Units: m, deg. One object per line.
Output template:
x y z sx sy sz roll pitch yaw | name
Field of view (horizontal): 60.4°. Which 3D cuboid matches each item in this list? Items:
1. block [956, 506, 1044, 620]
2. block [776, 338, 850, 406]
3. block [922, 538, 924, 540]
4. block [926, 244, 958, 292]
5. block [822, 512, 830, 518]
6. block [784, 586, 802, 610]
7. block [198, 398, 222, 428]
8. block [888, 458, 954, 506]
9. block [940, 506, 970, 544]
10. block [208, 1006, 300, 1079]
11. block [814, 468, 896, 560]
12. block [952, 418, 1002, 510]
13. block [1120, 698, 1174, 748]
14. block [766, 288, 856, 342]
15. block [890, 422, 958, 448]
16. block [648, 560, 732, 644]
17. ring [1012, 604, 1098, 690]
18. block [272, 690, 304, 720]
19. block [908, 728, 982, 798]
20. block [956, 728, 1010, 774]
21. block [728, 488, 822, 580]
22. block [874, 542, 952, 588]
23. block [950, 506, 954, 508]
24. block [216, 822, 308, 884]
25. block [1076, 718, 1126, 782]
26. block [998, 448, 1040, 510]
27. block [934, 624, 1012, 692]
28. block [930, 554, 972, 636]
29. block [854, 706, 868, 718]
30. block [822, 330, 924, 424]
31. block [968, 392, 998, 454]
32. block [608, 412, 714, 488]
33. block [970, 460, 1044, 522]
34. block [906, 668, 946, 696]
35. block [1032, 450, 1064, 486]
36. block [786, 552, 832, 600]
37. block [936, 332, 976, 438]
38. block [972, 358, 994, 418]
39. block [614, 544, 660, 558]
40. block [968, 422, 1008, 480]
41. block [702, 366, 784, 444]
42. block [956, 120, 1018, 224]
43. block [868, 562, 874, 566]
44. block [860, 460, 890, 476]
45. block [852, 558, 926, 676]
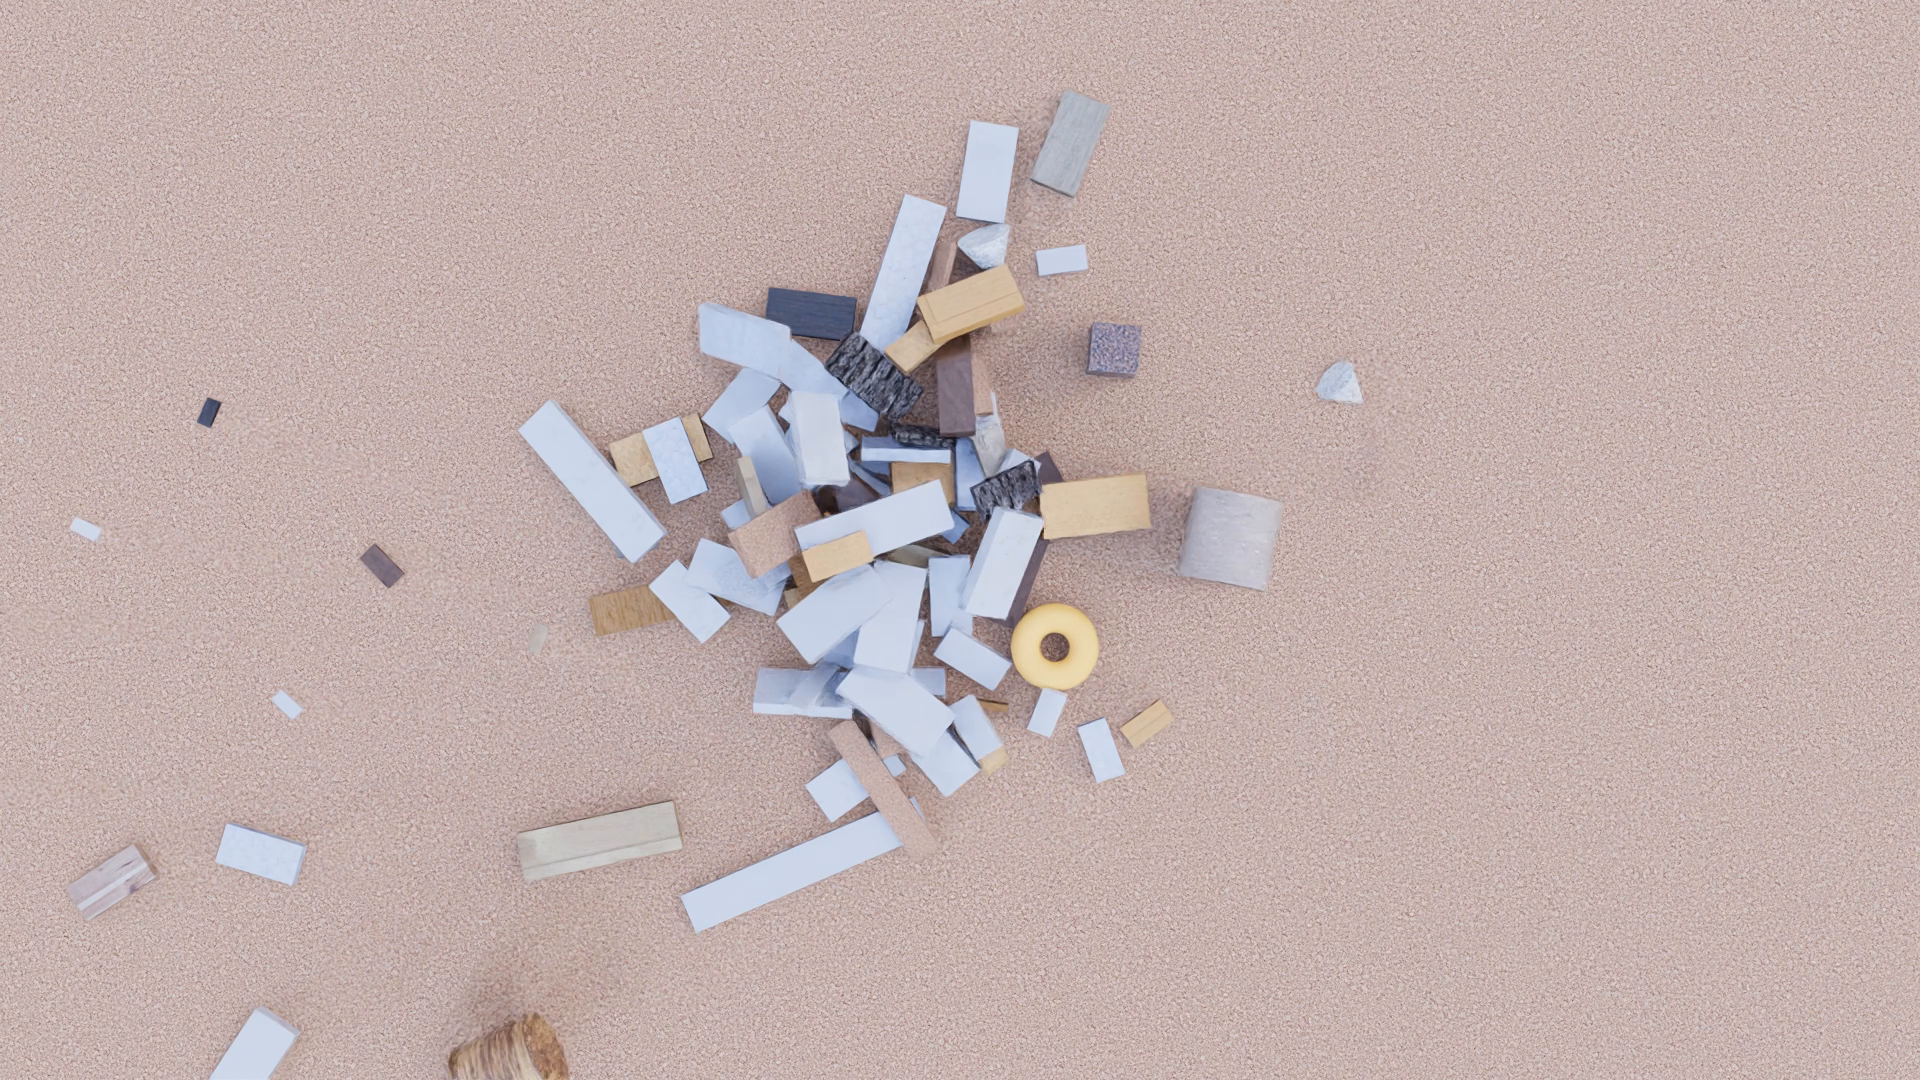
0.132 0.076 5.355 0.179 0.051 0.358 12 104 -40 | block
-0.498 -0.534 5.456 0.263 0.037 0.131 40 93 8 | block
-0.150 -0.094 5.449 0.088 0.025 0.176 -44 74 21 | block
-0.059 -0.901 5.460 0.023 0.081 0.163 14 90 -36 | block
-0.398 -0.027 5.401 0.135 0.068 0.019 41 60 18 | block
-0.532 0.221 5.478 0.067 0.019 0.135 -20 101 0 | block
-2.501 -0.424 5.493 0.046 0.013 0.092 23 90 0 | block
-0.074 -0.192 5.425 0.309 0.044 0.154 -2 77 -14 | block
-0.060 -0.075 5.461 0.176 0.025 0.088 39 109 2 | block
-2.352 1.729 5.477 0.160 0.045 0.320 34 90 0 | block
-0.317 -0.092 5.385 0.309 0.044 0.154 39 110 10 | block
0.059 -0.251 5.424 0.154 0.044 0.309 2 76 -15 | block
0.622 0.611 5.488 0.165 0.023 0.082 -36 90 0 | block
-0.497 -0.748 5.479 0.290 0.041 0.145 7 90 0 | block
-0.120 -0.342 5.398 0.207 0.104 0.029 7 110 -15 | block
-0.889 0.202 5.444 0.130 0.037 0.260 -43 90 -1 | block
0.314 0.354 5.452 0.292 0.097 0.292 0 89 1 | ring
-2.239 0.548 5.493 0.095 0.014 0.048 44 90 0 | block
-0.086 0.687 5.462 0.152 0.043 0.304 -41 90 13 | block
0.075 0.677 5.465 0.092 0.026 0.185 -35 90 -31 | block
-0.574 -0.022 5.248 0.328 0.046 0.164 -34 101 -40 | block
-0.177 0.066 5.459 0.270 0.038 0.135 17 110 0 | block
-0.081 -0.154 5.487 0.176 0.025 0.088 42 91 0 | block
-2.321 1.041 5.481 0.266 0.038 0.133 17 90 0 | block
0.469 0.699 5.486 0.098 0.028 0.196 -20 90 0 | block
0.166 -0.171 5.369 0.115 0.033 0.230 26 86 -28 | block
0.043 0.390 5.459 0.233 0.033 0.117 32 106 -4 | block
-0.030 0.184 5.440 0.135 0.038 0.270 -2 108 0 | block
-0.300 0.496 5.479 0.092 0.026 0.184 3 92 -6 | block
-0.283 -0.529 5.417 0.307 0.043 0.153 40 80 -15 | block
0.073 -0.384 5.422 0.101 0.029 0.203 -3 77 -16 | block
-0.991 -0.295 5.478 0.312 0.044 0.156 -20 90 0 | block
0.151 -0.161 5.327 0.230 0.033 0.115 -27 110 -21 | block
-0.141 0.476 5.477 0.184 0.026 0.092 -3 77 0 | block
0.323 -0.169 5.490 0.067 0.019 0.256 -29 90 -1 | block
-0.499 0.033 5.400 0.149 0.042 0.299 -23 81 -1 | block
-0.018 -0.552 5.395 0.115 0.033 0.461 -3 67 0 | block
0.044 -0.499 5.409 0.101 0.029 0.203 -8 67 -8 | block
-1.078 0.011 5.490 0.140 0.020 0.070 -14 90 0 | block
0.107 -0.270 5.373 0.101 0.029 0.202 -24 101 -21 | block
-0.722 -0.460 5.481 0.131 0.037 0.263 40 90 0 | block
0.091 -1.218 5.477 0.160 0.045 0.320 9 90 0 | block
-0.339 0.123 5.456 0.270 0.038 0.135 37 113 0 | block
-0.260 -0.256 5.490 0.135 0.019 0.068 14 90 0 | block
-0.228 0.250 5.365 0.174 0.049 0.348 12 78 -5 | block
